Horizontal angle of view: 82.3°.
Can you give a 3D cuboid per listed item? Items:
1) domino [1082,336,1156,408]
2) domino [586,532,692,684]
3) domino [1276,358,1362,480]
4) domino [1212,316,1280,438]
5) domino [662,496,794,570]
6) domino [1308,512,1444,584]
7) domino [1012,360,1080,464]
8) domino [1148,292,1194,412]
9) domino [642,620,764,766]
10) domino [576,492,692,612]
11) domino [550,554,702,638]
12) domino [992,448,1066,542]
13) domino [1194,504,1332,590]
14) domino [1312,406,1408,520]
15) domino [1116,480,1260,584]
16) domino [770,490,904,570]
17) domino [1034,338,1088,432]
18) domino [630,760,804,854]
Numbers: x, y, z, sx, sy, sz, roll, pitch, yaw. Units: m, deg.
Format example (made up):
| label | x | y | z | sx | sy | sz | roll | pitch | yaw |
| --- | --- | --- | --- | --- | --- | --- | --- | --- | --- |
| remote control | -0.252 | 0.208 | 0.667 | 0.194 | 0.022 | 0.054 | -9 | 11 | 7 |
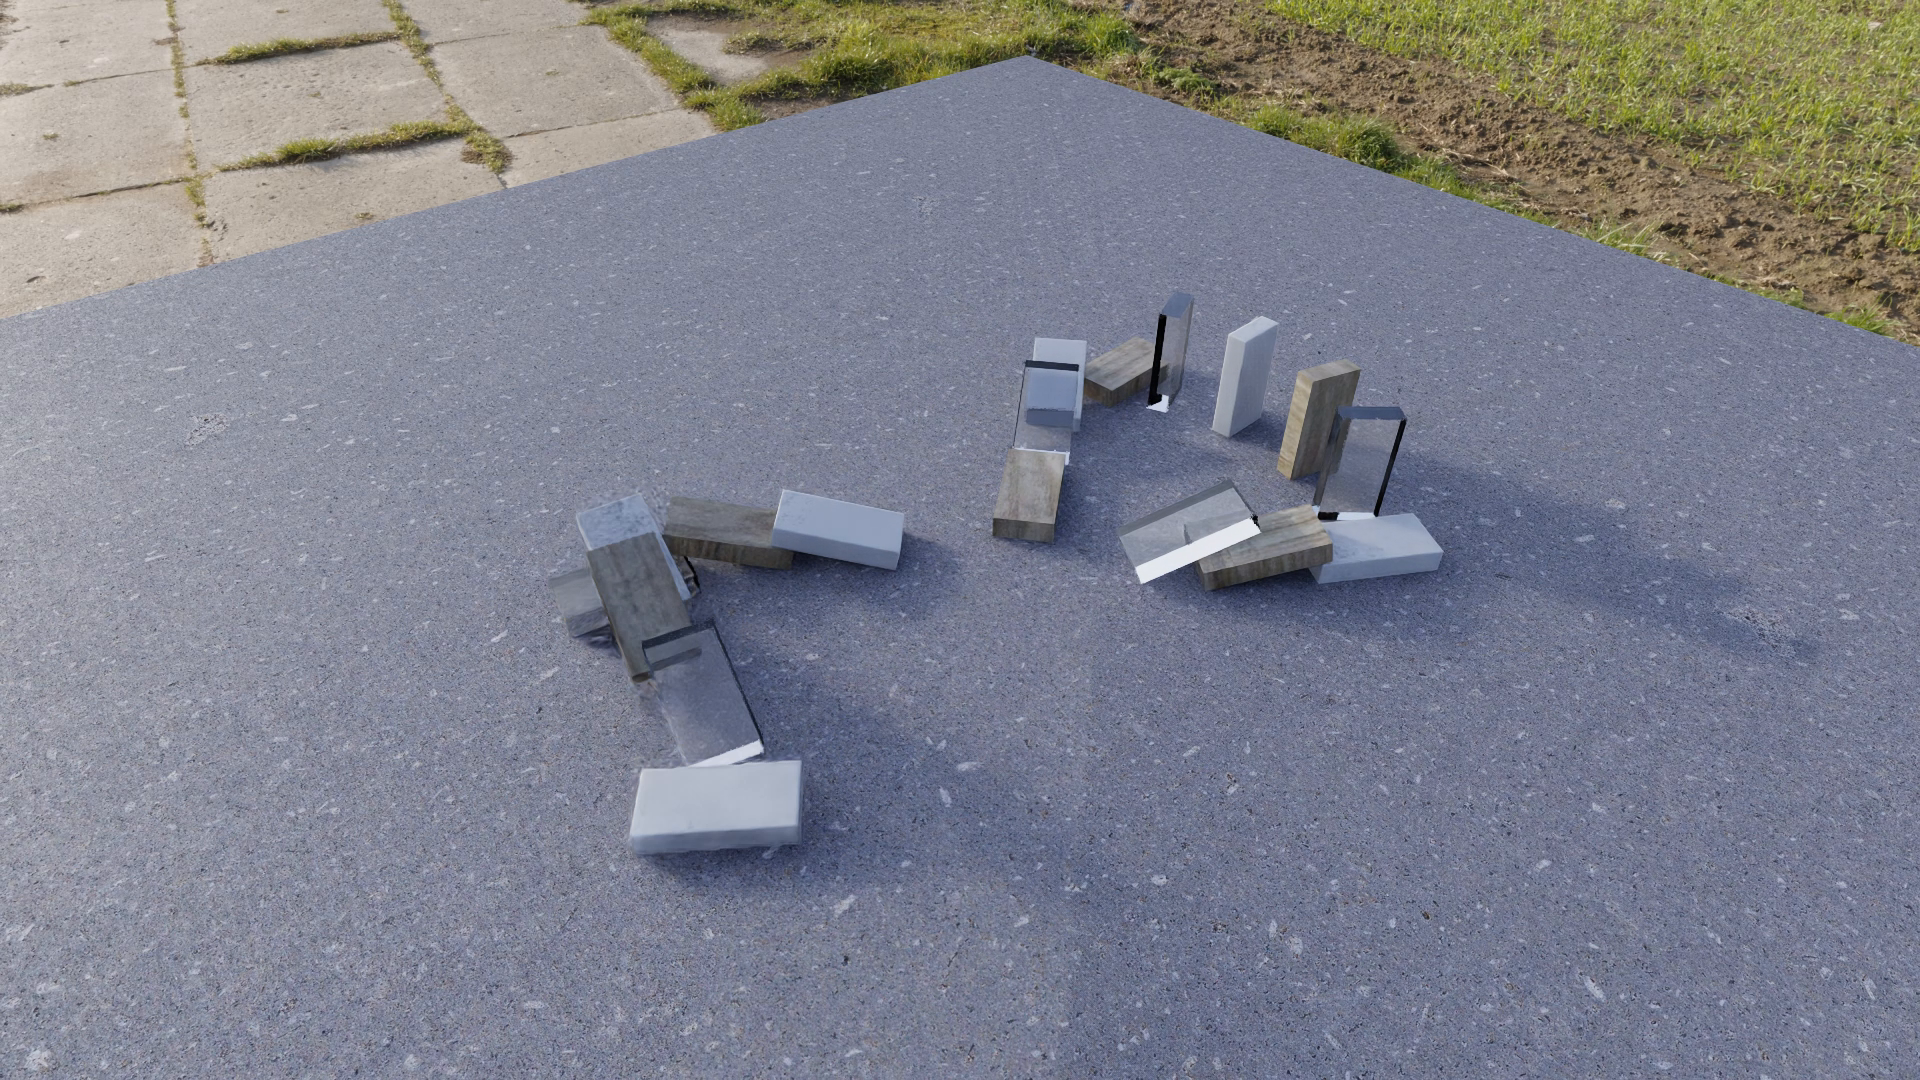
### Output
| label | x | y | z | sx | sy | sz | roll | pitch | yaw |
| --- | --- | --- | --- | --- | --- | --- | --- | --- | --- |
| domino | 0.081 | -0.084 | 0.546 | 0.050 | 0.010 | 0.025 | -32 | 49 | -33 |
| domino | -0.113 | 0.024 | 0.393 | 0.025 | 0.009 | 0.050 | -19 | 70 | -22 |
| domino | 0.154 | -0.052 | 0.474 | 0.025 | 0.050 | 0.010 | -16 | 42 | -19 |
| domino | 0.130 | -0.074 | 0.502 | 0.025 | 0.050 | 0.009 | -31 | 48 | -32 |
| domino | -0.091 | -0.003 | 0.438 | 0.050 | 0.009 | 0.025 | 8 | 38 | -12 |
| domino | 0.163 | 0.003 | 0.440 | 0.050 | 0.009 | 0.025 | -6 | 40 | -7 |
| domino | 0.040 | -0.059 | 0.502 | 0.025 | 0.010 | 0.050 | 6 | 60 | 6 |
| domino | 0.100 | -0.089 | 0.520 | 0.010 | 0.050 | 0.025 | 17 | 42 | 19 |
| domino | -0.087 | 0.052 | 0.369 | 0.025 | 0.010 | 0.050 | -18 | 58 | -22 |
| domino | -0.122 | 0.008 | 0.412 | 0.025 | 0.010 | 0.050 | -22 | 66 | -23 |
| domino | -0.128 | 0.018 | 0.422 | 0.050 | 0.010 | 0.025 | -20 | 43 | -22 |
| domino | 0.030 | -0.020 | 0.467 | 0.025 | 0.010 | 0.050 | 6 | 40 | 7 |
| domino | 0.117 | 0.003 | 0.432 | 0.050 | 0.009 | 0.025 | -13 | 40 | 3 |
| domino | 0.162 | -0.031 | 0.449 | 0.025 | 0.050 | 0.009 | 1 | 39 | 1 |
| domino | 0.089 | -0.004 | 0.434 | 0.050 | 0.010 | 0.025 | -24 | 39 | 4 |
| domino | -0.048 | -0.004 | 0.440 | 0.050 | 0.009 | 0.025 | 11 | 39 | -7 |
| domino | 0.046 | -0.074 | 0.524 | 0.025 | 0.009 | 0.050 | 5 | 55 | 6 |
| domino | -0.075 | 0.083 | 0.342 | 0.050 | 0.010 | 0.025 | -3 | 39 | -3 |
